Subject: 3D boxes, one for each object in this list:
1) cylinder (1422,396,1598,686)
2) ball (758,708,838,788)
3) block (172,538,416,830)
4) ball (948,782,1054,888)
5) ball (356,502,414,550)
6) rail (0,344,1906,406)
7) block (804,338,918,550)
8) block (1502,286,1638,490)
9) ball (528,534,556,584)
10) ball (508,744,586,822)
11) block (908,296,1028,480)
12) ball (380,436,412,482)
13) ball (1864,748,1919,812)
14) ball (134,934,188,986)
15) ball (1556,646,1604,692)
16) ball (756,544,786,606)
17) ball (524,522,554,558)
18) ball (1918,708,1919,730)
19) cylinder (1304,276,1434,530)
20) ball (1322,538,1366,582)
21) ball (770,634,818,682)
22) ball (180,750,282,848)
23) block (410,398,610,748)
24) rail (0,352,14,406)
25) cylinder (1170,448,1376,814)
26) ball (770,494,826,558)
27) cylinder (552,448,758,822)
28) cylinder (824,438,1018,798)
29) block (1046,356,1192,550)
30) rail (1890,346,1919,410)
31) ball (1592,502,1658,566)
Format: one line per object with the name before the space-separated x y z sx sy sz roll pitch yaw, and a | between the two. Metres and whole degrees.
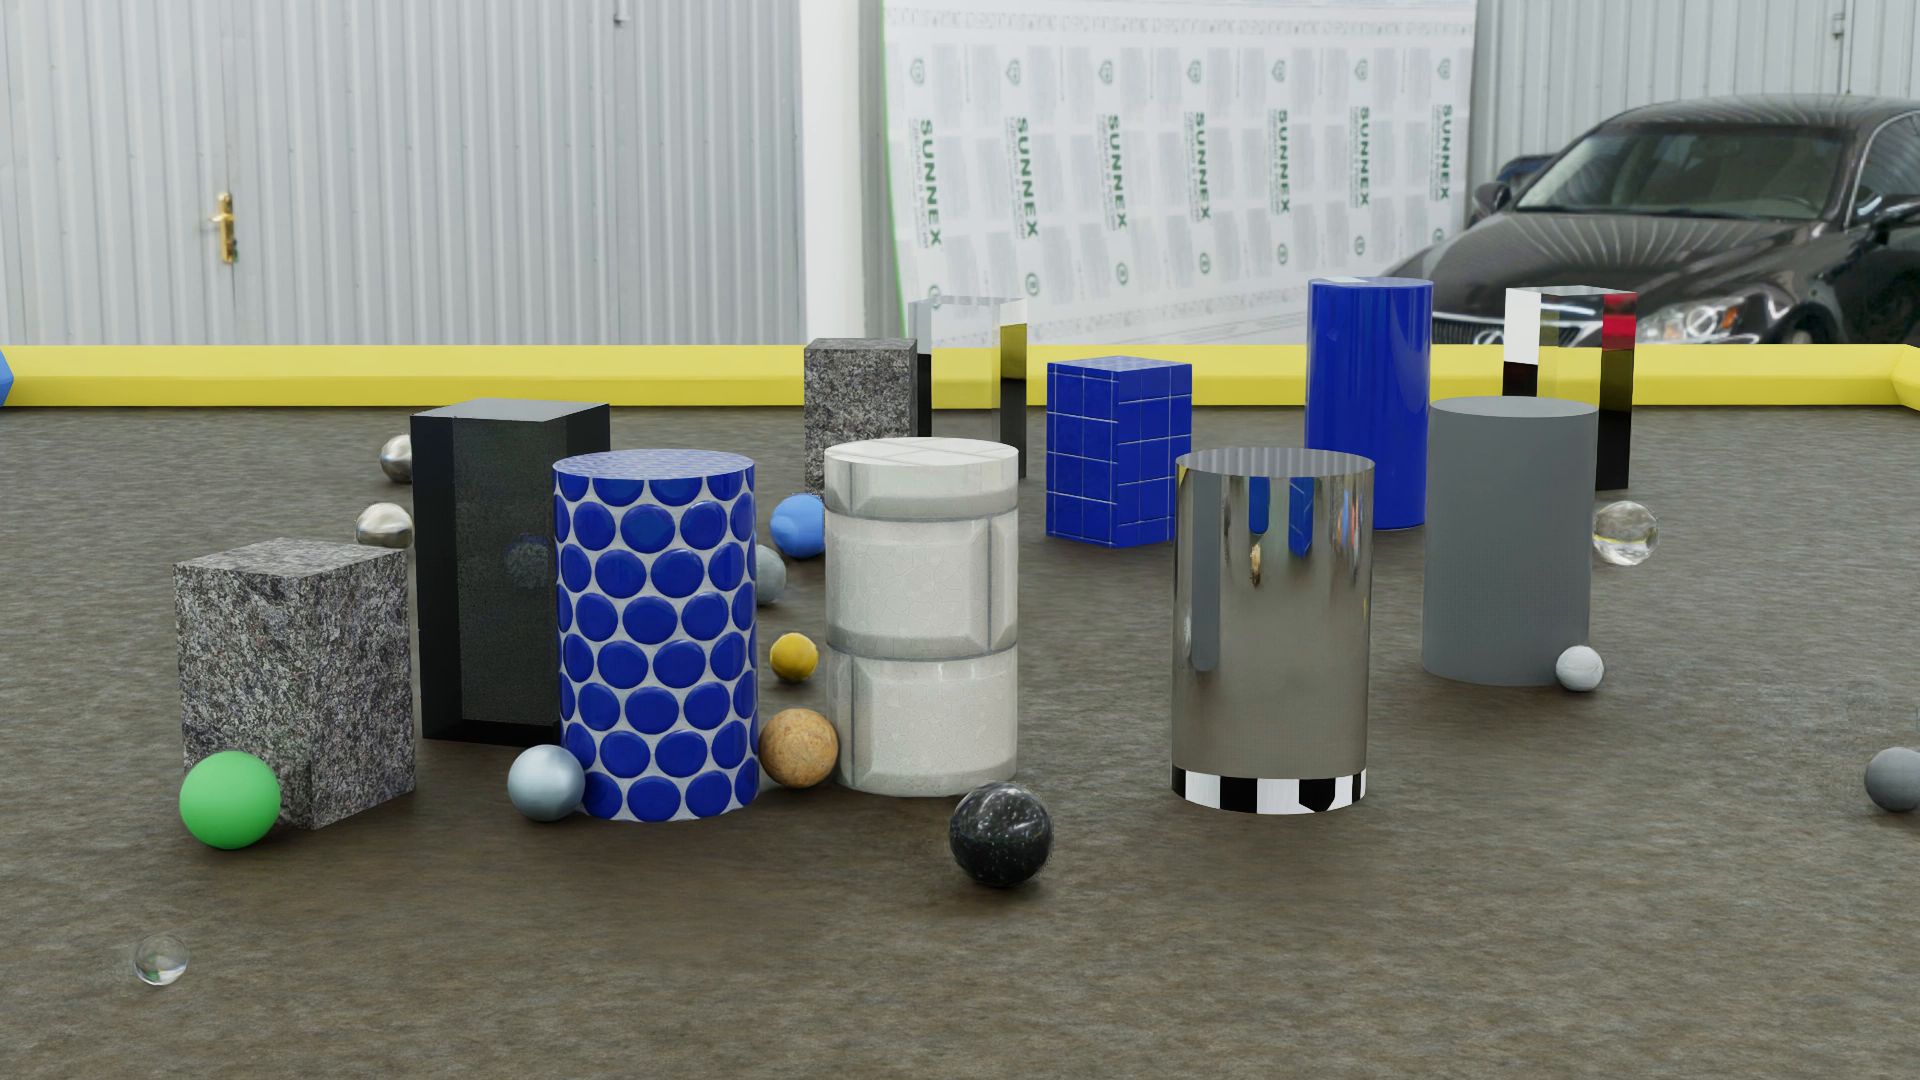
cylinder | 0.666 -0.002 3.116 0.199 0.322 0.199 0 10 0
ball | -0.165 0.212 2.615 0.082 0.082 0.082 0 10 0
block | -0.660 0.139 2.556 0.159 0.248 0.159 5 12 25
ball | 0.037 0.264 2.302 0.094 0.094 0.094 0 10 0
ball | -0.859 -0.014 3.829 0.085 0.085 0.085 0 10 0
rail | -0.012 -0.353 5.538 4.128 0.129 0.045 0 10 0
block | -0.151 -0.150 3.956 0.159 0.307 0.159 1 11 4
block | 1.061 -0.265 4.484 0.159 0.341 0.159 -4 11 -22
ball | -0.578 0.028 3.645 0.071 0.071 0.071 0 10 0
ball | -0.403 0.237 2.502 0.075 0.075 0.075 0 10 0
block | 0.014 -0.262 4.526 0.159 0.320 0.159 5 11 24
ball | -0.982 -0.143 4.534 0.084 0.084 0.084 0 10 0
ball | 0.927 0.237 2.533 0.064 0.064 0.064 0 10 0
ball | -0.641 0.336 2.057 0.042 0.042 0.042 0 10 0
ball | 0.730 0.152 3.020 0.054 0.054 0.054 0 10 0
ball | -0.278 0.048 3.500 0.083 0.083 0.083 0 10 0
ball | -0.599 0.010 3.741 0.073 0.073 0.073 0 10 0
ball | 1.065 0.193 2.757 0.069 0.069 0.069 0 10 0
cylinder | 0.655 -0.222 4.128 0.199 0.386 0.199 0 10 0
ball | 0.550 0.029 3.663 0.062 0.062 0.062 0 10 0
ball | -0.199 0.141 3.068 0.058 0.058 0.058 0 10 0
ball | -0.686 0.244 2.415 0.092 0.092 0.092 0 10 0
block | -0.489 0.033 2.830 0.159 0.357 0.159 3 11 18
rail | -2.040 0.035 3.437 0.045 0.129 4.296 0 10 0
cylinder | 0.315 0.087 2.595 0.199 0.336 0.199 0 10 0
ball | -0.236 -0.020 3.834 0.095 0.095 0.095 0 10 0
cylinder | -0.303 0.091 2.569 0.199 0.338 0.199 0 10 0
cylinder | -0.040 0.075 2.654 0.199 0.338 0.199 0 10 0
block | 0.247 -0.140 3.999 0.159 0.272 0.159 -9 14 -40
rail | 2.040 0.031 3.460 0.045 0.129 4.296 0 10 0
ball | 0.979 -0.009 3.776 0.096 0.096 0.096 0 10 0
